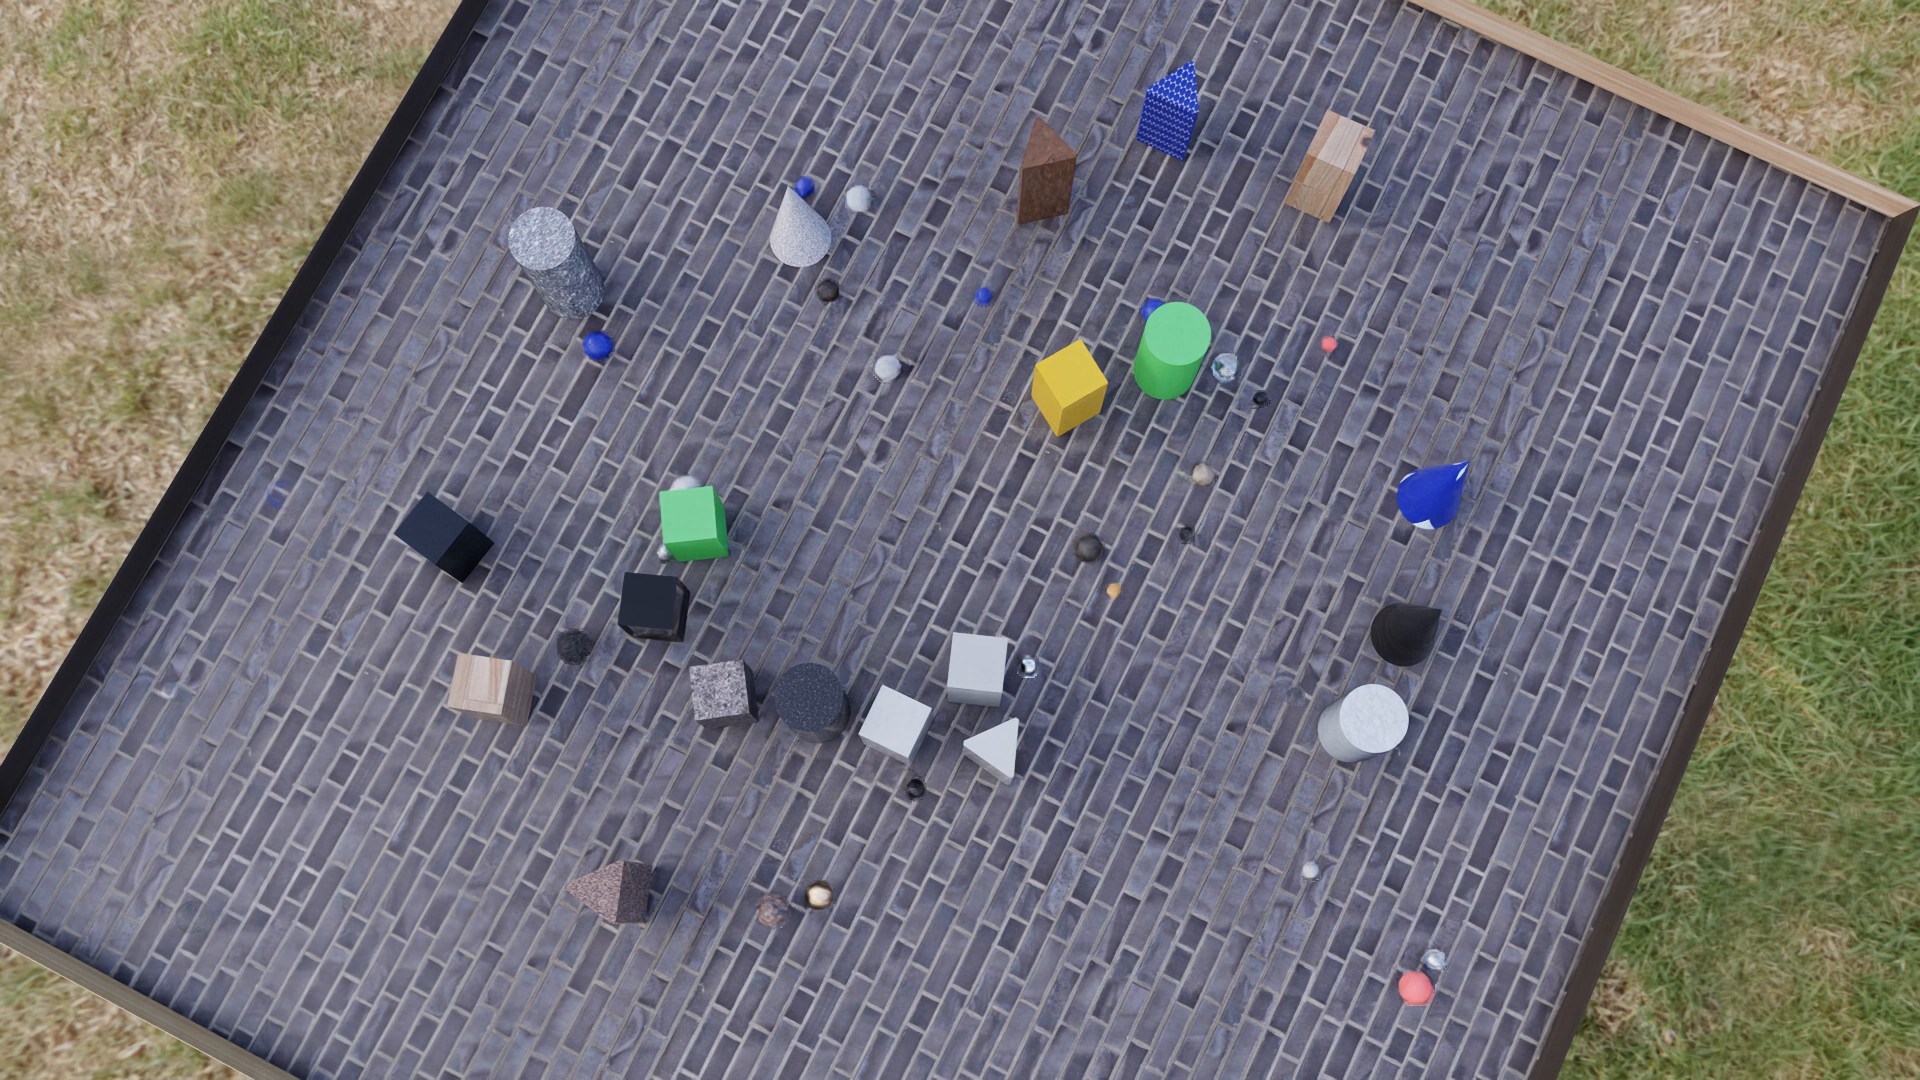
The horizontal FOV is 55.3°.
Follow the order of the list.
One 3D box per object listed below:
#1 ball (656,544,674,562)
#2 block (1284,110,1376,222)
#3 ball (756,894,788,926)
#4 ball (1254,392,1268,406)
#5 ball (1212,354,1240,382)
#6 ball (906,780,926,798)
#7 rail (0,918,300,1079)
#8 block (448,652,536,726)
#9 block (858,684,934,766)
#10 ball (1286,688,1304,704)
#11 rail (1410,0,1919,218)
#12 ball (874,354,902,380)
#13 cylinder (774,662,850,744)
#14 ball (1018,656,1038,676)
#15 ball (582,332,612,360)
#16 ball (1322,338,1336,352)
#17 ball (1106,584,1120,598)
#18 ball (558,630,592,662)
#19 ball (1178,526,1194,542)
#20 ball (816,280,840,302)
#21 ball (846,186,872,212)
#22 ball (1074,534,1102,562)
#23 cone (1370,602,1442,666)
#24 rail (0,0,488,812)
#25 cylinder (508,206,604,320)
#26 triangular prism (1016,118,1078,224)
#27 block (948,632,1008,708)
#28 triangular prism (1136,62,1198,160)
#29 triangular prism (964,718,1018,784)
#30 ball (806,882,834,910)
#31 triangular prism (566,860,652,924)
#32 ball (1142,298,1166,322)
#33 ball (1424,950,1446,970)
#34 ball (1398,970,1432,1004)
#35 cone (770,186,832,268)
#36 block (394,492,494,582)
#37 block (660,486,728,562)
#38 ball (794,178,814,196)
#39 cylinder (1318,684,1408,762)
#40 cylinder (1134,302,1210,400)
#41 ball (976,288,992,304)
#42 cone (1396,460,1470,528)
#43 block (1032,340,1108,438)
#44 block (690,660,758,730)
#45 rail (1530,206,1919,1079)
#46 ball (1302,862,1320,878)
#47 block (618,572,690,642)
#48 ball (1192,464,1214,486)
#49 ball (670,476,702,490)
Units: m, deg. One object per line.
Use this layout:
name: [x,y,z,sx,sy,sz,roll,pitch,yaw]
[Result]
ball: [-0.894,0.038,5.579,0.058,0.058,0.058,0,78,0]
block: [1.137,-1.149,5.657,0.156,0.386,0.156,25,79,5]
ball: [-0.547,1.079,5.345,0.095,0.095,0.095,0,78,0]
ball: [0.933,-0.437,5.684,0.046,0.046,0.046,0,78,0]
ball: [0.824,-0.534,5.683,0.086,0.086,0.086,0,78,0]
ball: [-0.131,0.739,5.434,0.058,0.058,0.058,0,78,0]
rail: [-1.013,1.991,5.139,4.407,0.127,0.045,26,80,5]
block: [-1.366,0.440,5.365,0.156,0.314,0.156,8,78,2]
block: [-0.184,0.544,5.350,0.156,0.301,0.156,25,79,5]
ball: [1.005,0.468,5.494,0.051,0.051,0.051,0,78,0]
rail: [1.013,-1.978,5.960,4.407,0.127,0.045,26,80,5]
ball: [-0.223,-0.534,5.686,0.081,0.081,0.081,0,78,0]
cylinder: [-0.426,0.478,5.336,0.195,0.355,0.195,0,78,0]
ball: [0.205,0.379,5.508,0.059,0.059,0.059,0,78,0]
ball: [-1.126,-0.603,5.695,0.090,0.090,0.090,0,78,0]
ball: [1.153,-0.610,5.720,0.045,0.045,0.045,0,78,0]
ball: [0.467,0.153,5.563,0.043,0.043,0.043,0,78,0]
ball: [-1.156,0.318,5.501,0.097,0.097,0.097,0,78,0]
ball: [0.691,-0.019,5.597,0.045,0.045,0.045,0,78,0]
ball: [-0.414,-0.779,5.742,0.070,0.070,0.070,0,78,0]
ball: [-0.320,-1.079,5.798,0.083,0.083,0.083,0,78,0]
ball: [0.390,0.025,5.566,0.088,0.088,0.088,0,78,0]
cone: [1.343,0.240,5.332,0.195,0.461,0.195,0,78,0]
rail: [-1.950,-0.948,5.747,0.045,0.127,4.579,26,80,5]
cylinder: [-1.218,-0.834,5.560,0.195,0.450,0.195,0,78,0]
triangular prism: [0.246,-1.138,5.626,0.169,0.443,0.146,-13,79,-3]
block: [0.050,0.382,5.354,0.156,0.360,0.156,6,78,1]
triangular prism: [0.673,-1.352,5.716,0.169,0.352,0.146,26,80,5]
triangular prism: [0.121,0.595,5.340,0.169,0.301,0.146,35,80,7]
ball: [-0.412,1.041,5.359,0.082,0.082,0.082,0,78,0]
triangular prism: [-0.955,0.972,5.174,0.169,0.472,0.146,35,80,7]
ball: [0.610,-0.709,5.720,0.086,0.086,0.086,0,78,0]
ball: [1.383,1.221,5.333,0.060,0.060,0.060,0,78,0]
ball: [1.317,1.294,5.300,0.095,0.095,0.095,0,78,0]
cone: [-0.506,-1.002,5.606,0.195,0.426,0.195,0,78,0]
block: [-1.535,-0.005,5.465,0.156,0.299,0.156,35,81,7]
block: [-0.793,-0.046,5.482,0.156,0.282,0.156,-6,78,-1]
ball: [-0.494,-1.119,5.818,0.059,0.059,0.059,0,78,0]
cylinder: [1.171,0.537,5.340,0.195,0.325,0.195,0,78,0]
cylinder: [0.639,-0.569,5.551,0.195,0.360,0.195,0,78,0]
ball: [0.074,-0.765,5.748,0.054,0.054,0.054,0,78,0]
cone: [1.443,-0.177,5.413,0.195,0.471,0.195,0,78,0]
block: [0.328,-0.456,5.545,0.156,0.325,0.156,-30,80,-6]
block: [-0.692,0.457,5.390,0.156,0.258,0.156,-8,78,-2]
rail: [1.950,0.961,5.352,0.045,0.127,4.579,26,80,5]
ball: [1.032,0.971,5.390,0.049,0.049,0.049,0,78,0]
block: [-0.907,0.202,5.446,0.156,0.253,0.156,6,78,1]
ball: [0.747,-0.201,5.623,0.068,0.068,0.068,0,78,0]
ball: [-0.835,-0.147,5.597,0.098,0.098,0.098,0,78,0]
